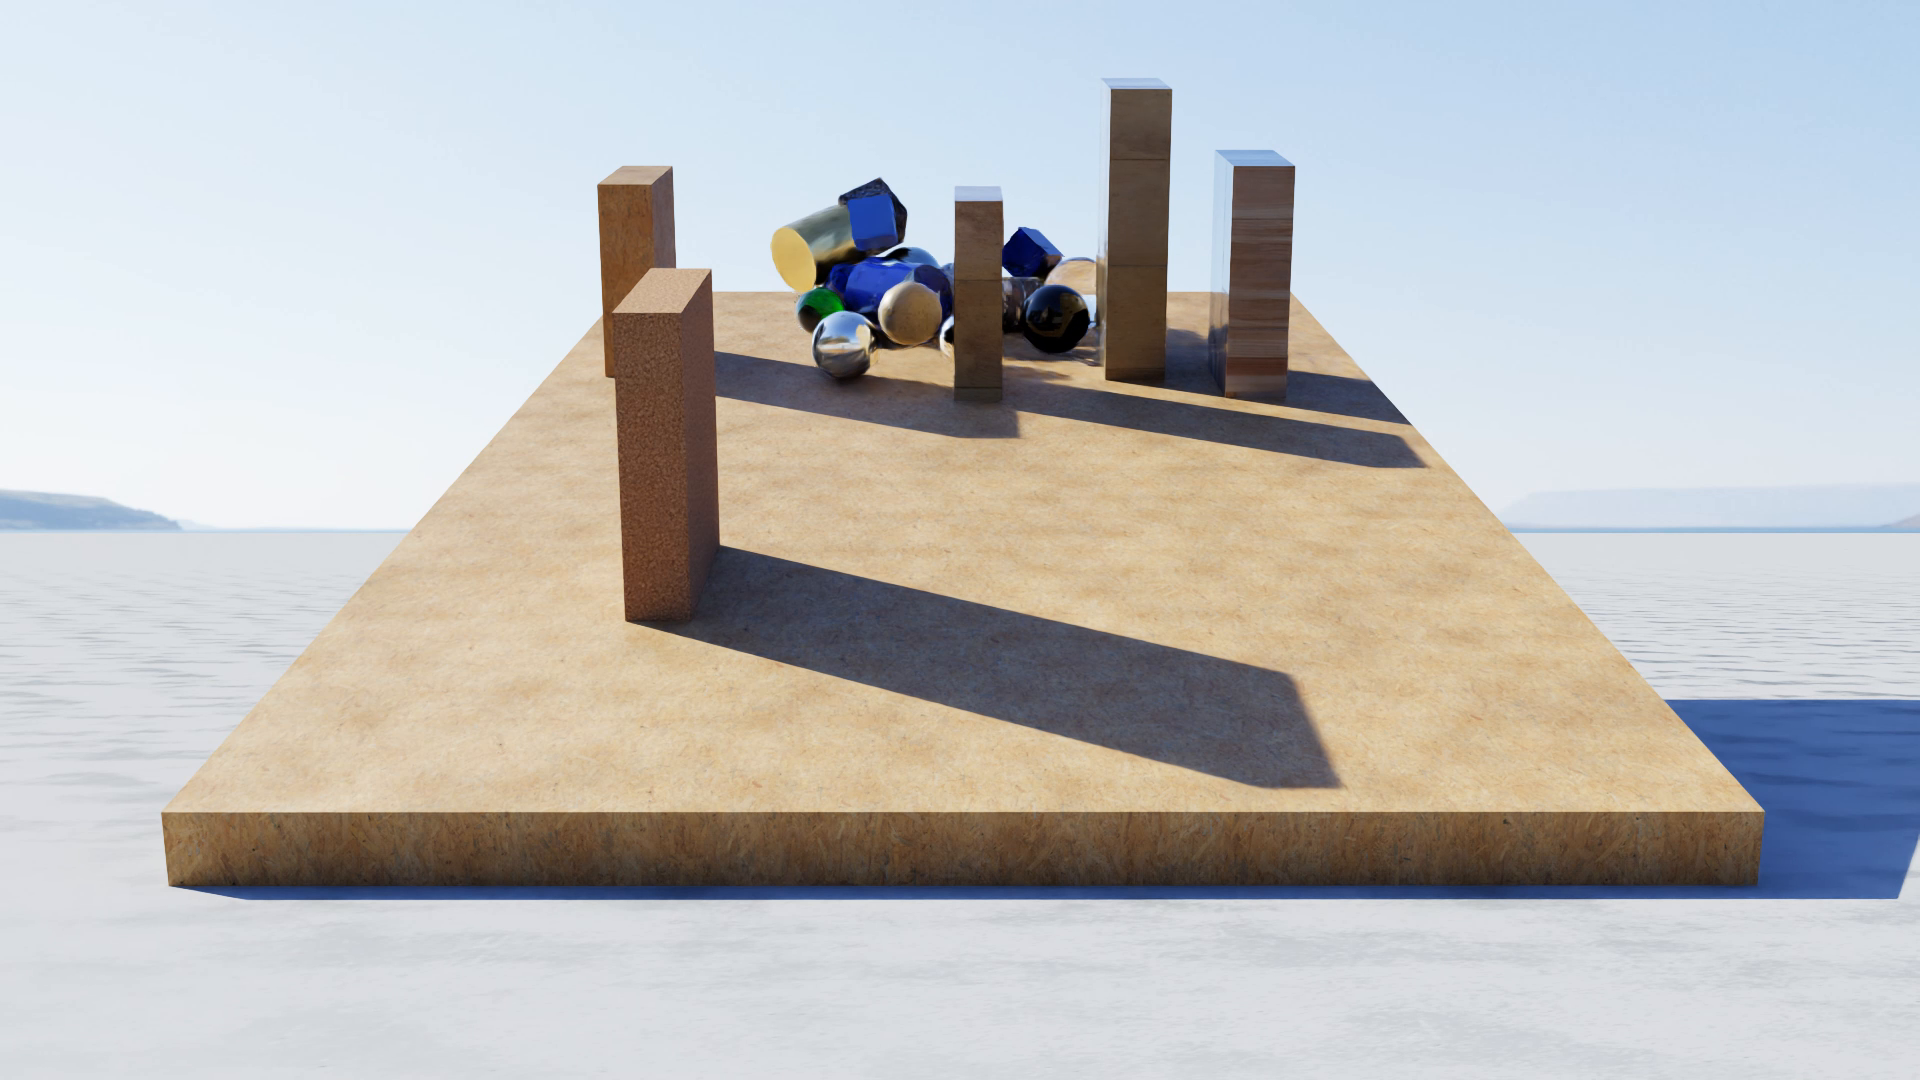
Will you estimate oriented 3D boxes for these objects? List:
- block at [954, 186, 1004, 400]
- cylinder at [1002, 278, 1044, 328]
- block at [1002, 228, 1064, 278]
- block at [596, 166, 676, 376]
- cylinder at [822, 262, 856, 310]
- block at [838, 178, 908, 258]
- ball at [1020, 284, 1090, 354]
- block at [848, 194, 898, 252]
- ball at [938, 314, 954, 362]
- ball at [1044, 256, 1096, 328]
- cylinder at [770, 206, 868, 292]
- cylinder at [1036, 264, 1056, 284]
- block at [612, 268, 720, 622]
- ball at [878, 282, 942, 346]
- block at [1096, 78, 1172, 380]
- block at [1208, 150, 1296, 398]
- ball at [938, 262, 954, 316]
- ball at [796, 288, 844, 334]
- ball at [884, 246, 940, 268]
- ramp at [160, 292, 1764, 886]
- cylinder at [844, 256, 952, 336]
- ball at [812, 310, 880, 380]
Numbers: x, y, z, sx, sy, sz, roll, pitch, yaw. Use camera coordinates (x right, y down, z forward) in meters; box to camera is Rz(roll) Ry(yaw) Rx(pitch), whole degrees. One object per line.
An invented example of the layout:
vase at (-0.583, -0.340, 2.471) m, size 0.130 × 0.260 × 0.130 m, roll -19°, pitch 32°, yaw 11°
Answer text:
block at (0.042, -0.584, 5.176) m, size 0.111 × 0.460 × 0.293 m, roll 0°, pitch 16°, yaw 0°
cylinder at (0.143, -0.642, 5.958) m, size 0.137 × 0.137 × 0.137 m, roll -2°, pitch 1°, yaw -20°
block at (0.195, -0.790, 6.159) m, size 0.116 × 0.116 × 0.116 m, roll 46°, pitch 22°, yaw 15°
block at (-0.798, -0.677, 5.494) m, size 0.129 × 0.465 × 0.418 m, roll 0°, pitch 16°, yaw 0°
cylinder at (-0.323, -0.681, 6.046) m, size 0.113 × 0.113 × 0.113 m, roll 0°, pitch -30°, yaw -27°
block at (-0.249, -0.900, 6.189) m, size 0.141 × 0.141 × 0.141 m, roll -28°, pitch -23°, yaw -21°
ball at (0.243, -0.566, 5.634) m, size 0.178 × 0.178 × 0.178 m, roll 0°, pitch 0°, yaw 0°
block at (-0.234, -0.856, 5.944) m, size 0.112 × 0.112 × 0.112 m, roll -9°, pitch -8°, yaw 3°
ball at (0.013, -0.503, 5.492) m, size 0.133 × 0.133 × 0.133 m, roll 0°, pitch 0°, yaw 0°
ball at (0.322, -0.666, 5.954) m, size 0.198 × 0.198 × 0.198 m, roll 0°, pitch 0°, yaw 0°
cylinder at (-0.391, -0.808, 6.102) m, size 0.189 × 0.189 × 0.189 m, roll -29°, pitch 18°, yaw -35°
cylinder at (0.245, -0.689, 6.118) m, size 0.109 × 0.109 × 0.109 m, roll -40°, pitch 15°, yaw -18°
block at (-0.479, -0.169, 3.638) m, size 0.105 × 0.494 × 0.446 m, roll 0°, pitch 16°, yaw 0°
ball at (-0.122, -0.554, 5.392) m, size 0.157 × 0.157 × 0.157 m, roll 0°, pitch 0°, yaw 0°
block at (0.422, -0.770, 5.412) m, size 0.144 × 0.691 × 0.377 m, roll 0°, pitch 16°, yaw 0°
block at (0.688, -0.637, 5.229) m, size 0.141 × 0.536 × 0.366 m, roll 0°, pitch 16°, yaw 0°
ball at (-0.010, -0.683, 6.075) m, size 0.164 × 0.164 × 0.164 m, roll 0°, pitch 0°, yaw 0°
ball at (-0.373, -0.608, 5.870) m, size 0.130 × 0.130 × 0.130 m, roll 0°, pitch 0°, yaw 0°
ball at (-0.142, -0.735, 6.216) m, size 0.187 × 0.187 × 0.187 m, roll 0°, pitch 0°, yaw 0°
ramp at (-0.002, -0.155, 4.685) m, size 2.000 × 0.100 × 4.000 m, roll 0°, pitch 16°, yaw 0°
cylinder at (-0.165, -0.644, 5.869) m, size 0.201 × 0.201 × 0.201 m, roll 0°, pitch 12°, yaw -45°
ball at (-0.276, -0.471, 5.317) m, size 0.165 × 0.165 × 0.165 m, roll 0°, pitch 0°, yaw 0°
